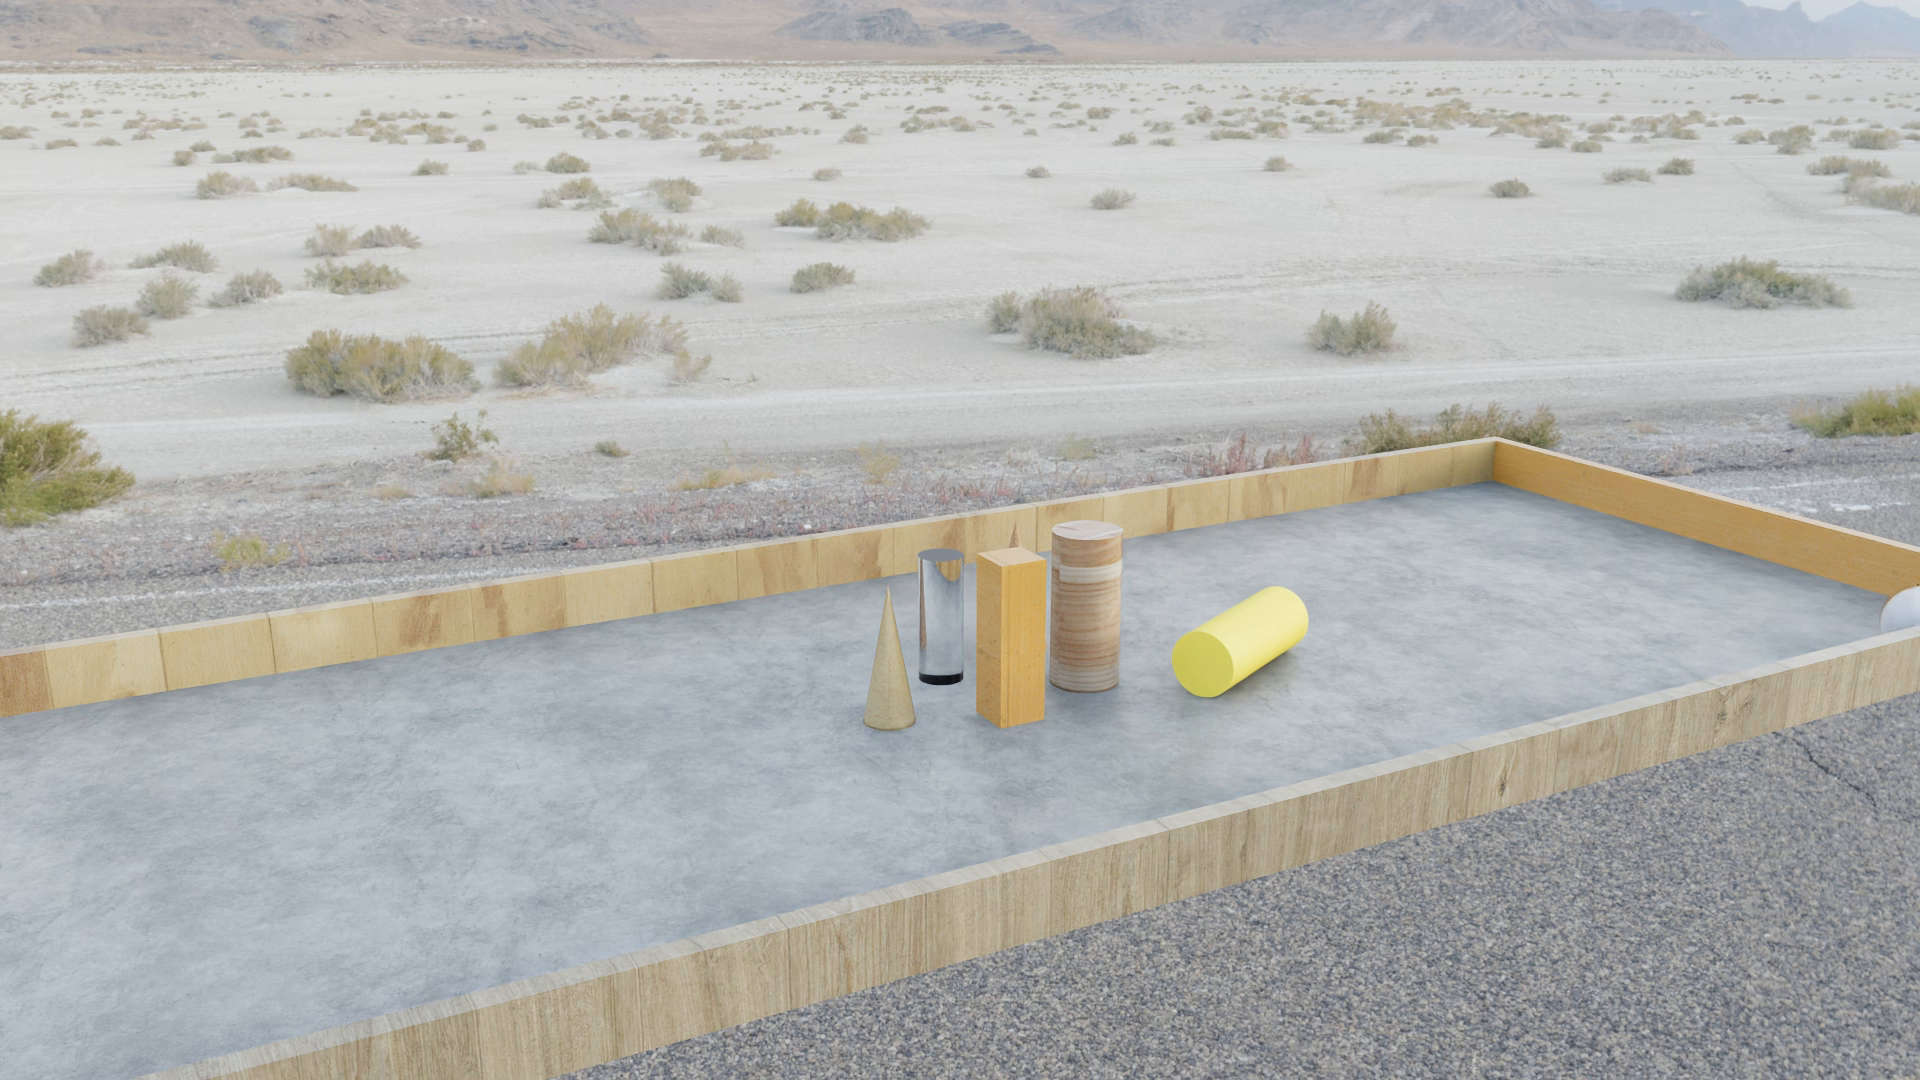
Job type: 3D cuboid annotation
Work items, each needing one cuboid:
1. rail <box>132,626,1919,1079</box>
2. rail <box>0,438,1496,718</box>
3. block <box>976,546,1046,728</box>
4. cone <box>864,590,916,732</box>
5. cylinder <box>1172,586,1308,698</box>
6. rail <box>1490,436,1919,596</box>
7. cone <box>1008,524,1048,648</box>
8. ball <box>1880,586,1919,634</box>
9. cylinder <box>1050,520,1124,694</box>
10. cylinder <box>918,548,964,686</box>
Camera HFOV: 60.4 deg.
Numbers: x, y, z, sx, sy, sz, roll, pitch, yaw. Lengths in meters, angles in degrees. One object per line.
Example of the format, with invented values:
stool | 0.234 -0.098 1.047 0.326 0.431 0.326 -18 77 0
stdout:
rail | -2.336 1.006 1.665 12.000 0.150 0.050 -9 18 -27
rail | -3.305 0.497 3.399 12.000 0.150 0.050 -9 18 -27
block | 0.119 0.228 3.876 0.118 0.396 0.118 -9 18 -27
cone | -0.166 0.264 3.853 0.126 0.340 0.126 0 16 0
cylinder | 0.717 0.254 4.193 0.168 0.168 0.436 11 20 34
rail | 2.466 -0.048 5.253 0.050 0.150 2.100 -9 18 -27
cone | 0.145 0.116 4.339 0.173 0.350 0.173 0 16 0
ball | 2.505 0.214 4.297 0.186 0.186 0.186 0 16 0
cylinder | 0.312 0.164 4.096 0.175 0.394 0.175 0 16 0
cylinder | -0.048 0.192 4.127 0.114 0.323 0.114 0 16 0
